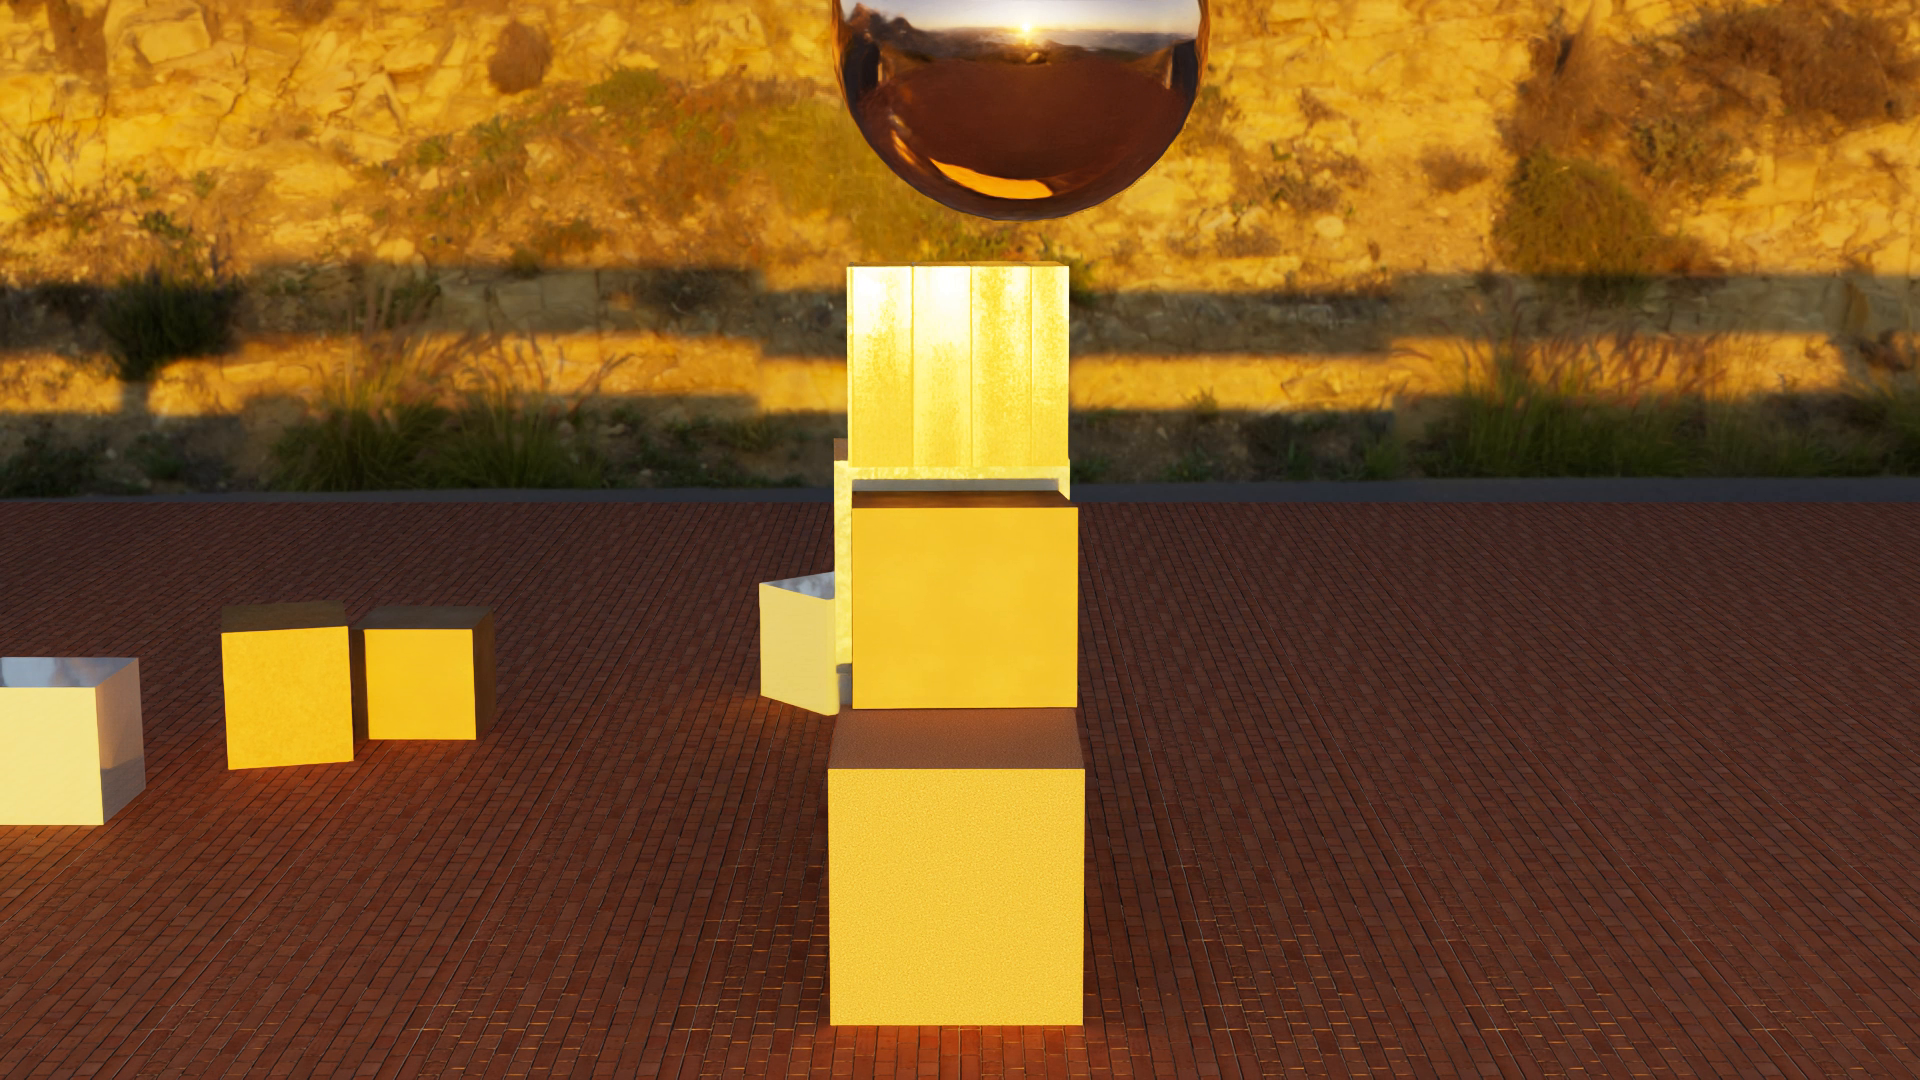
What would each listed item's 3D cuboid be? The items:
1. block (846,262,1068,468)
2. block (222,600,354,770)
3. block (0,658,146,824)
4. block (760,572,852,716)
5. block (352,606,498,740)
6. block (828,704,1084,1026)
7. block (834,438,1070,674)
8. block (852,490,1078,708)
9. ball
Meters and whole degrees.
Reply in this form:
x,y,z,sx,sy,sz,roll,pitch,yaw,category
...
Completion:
x,y,z,sx,sy,sz,roll,pitch,yaw,category
-0.019,-0.781,11.186,0.927,0.840,0.826,0,8,-2,block
-3.532,0.748,13.462,0.623,0.712,0.702,-3,11,-15,block
-4.390,0.964,12.401,0.673,0.667,0.632,0,10,0,block
-0.674,0.569,14.610,0.685,0.653,0.628,-9,13,-40,block
-2.906,0.715,13.959,0.642,0.599,0.612,0,10,1,block
-0.013,1.239,9.987,0.942,0.989,0.985,0,10,0,block
-0.059,0.049,11.662,1.019,0.934,1.010,0,8,-3,block
0.000,0.230,10.703,0.900,0.804,0.896,0,6,-3,block
0.252,-2.144,10.791,1.600,1.600,1.600,0,10,0,ball
